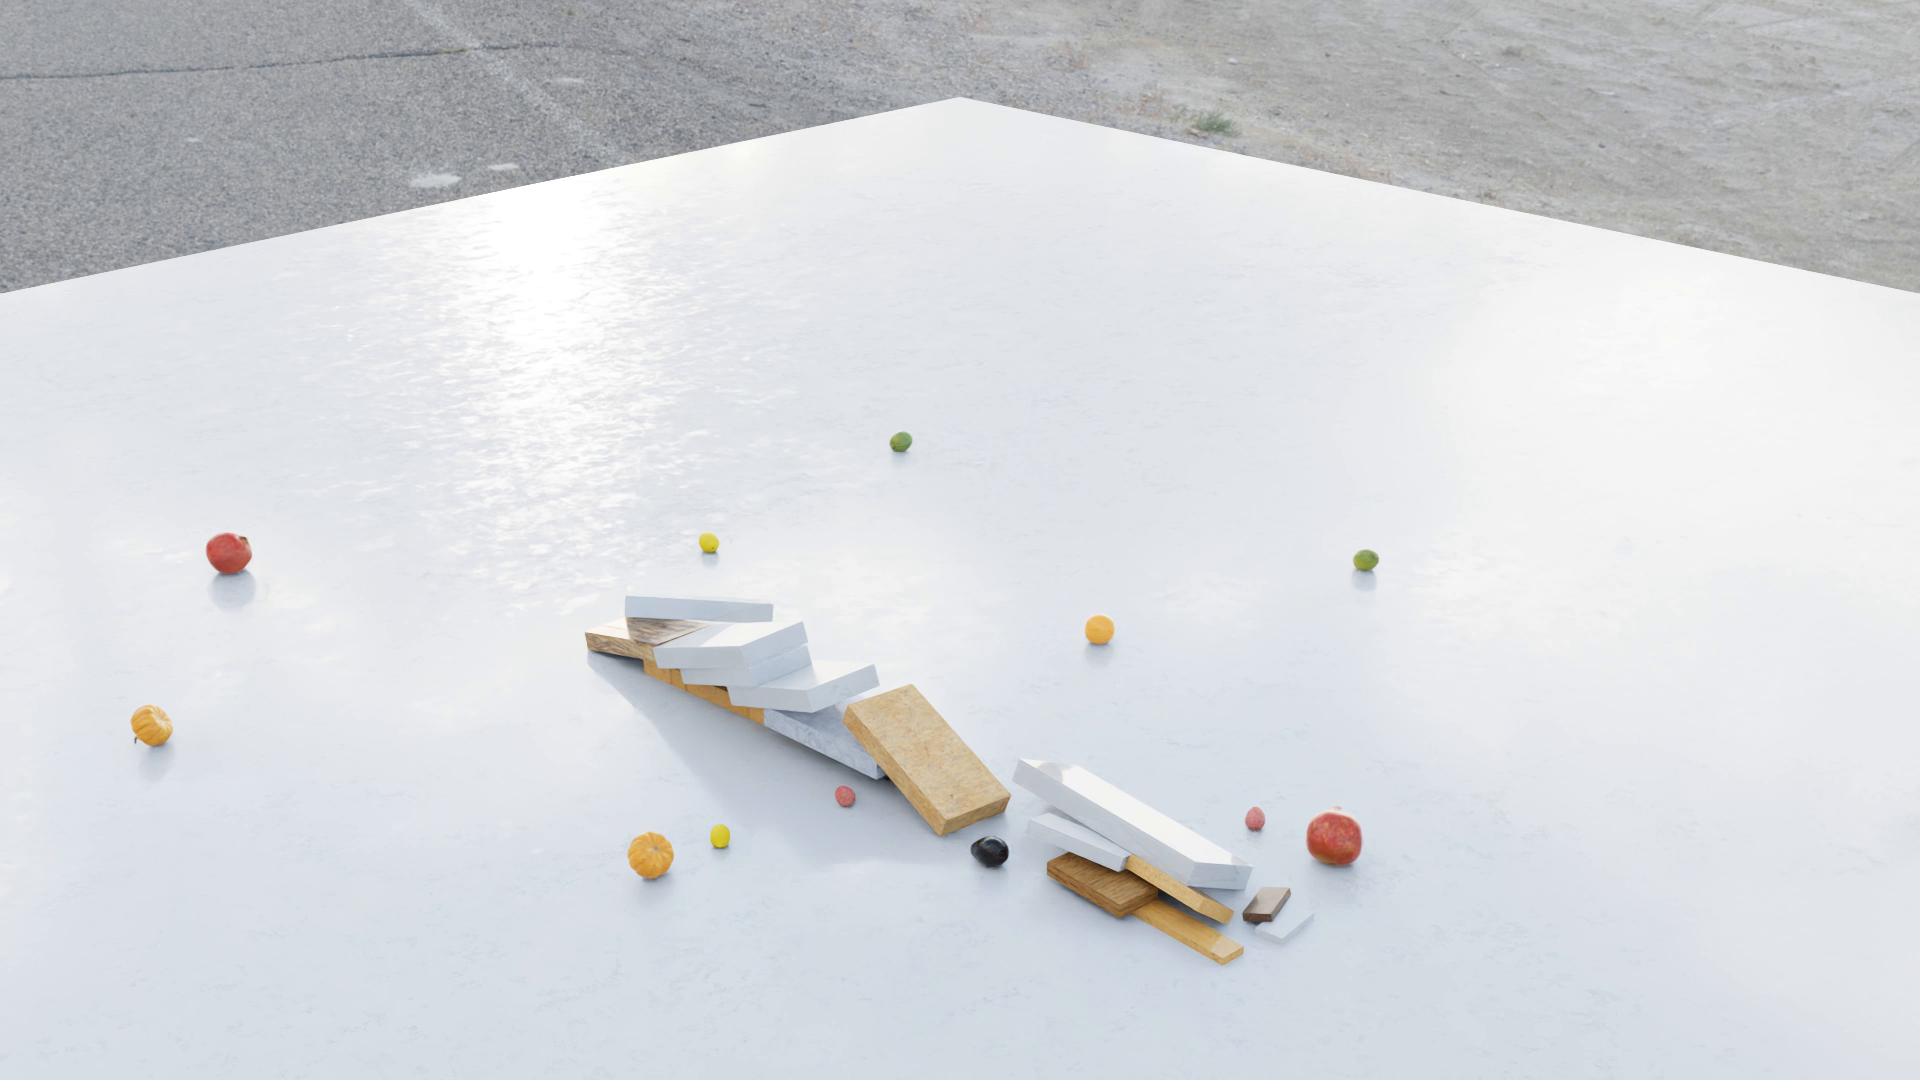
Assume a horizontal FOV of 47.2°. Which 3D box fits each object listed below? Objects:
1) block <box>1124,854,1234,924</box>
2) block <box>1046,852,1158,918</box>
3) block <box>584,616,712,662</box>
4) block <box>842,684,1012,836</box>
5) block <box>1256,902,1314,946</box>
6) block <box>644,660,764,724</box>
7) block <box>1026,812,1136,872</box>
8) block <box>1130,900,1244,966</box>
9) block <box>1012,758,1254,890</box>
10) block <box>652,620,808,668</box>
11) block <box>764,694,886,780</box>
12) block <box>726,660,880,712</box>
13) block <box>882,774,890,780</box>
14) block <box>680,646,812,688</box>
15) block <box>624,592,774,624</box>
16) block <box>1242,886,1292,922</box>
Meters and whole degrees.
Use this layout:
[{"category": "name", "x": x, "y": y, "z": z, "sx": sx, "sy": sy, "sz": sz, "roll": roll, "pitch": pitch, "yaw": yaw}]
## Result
[{"category": "block", "x": 0.410, "y": 0.653, "z": 4.114, "sx": 0.100, "sy": 0.028, "sz": 0.200, "roll": 30, "pitch": -2, "yaw": -43}, {"category": "block", "x": 0.269, "y": 0.645, "z": 4.164, "sx": 0.100, "sy": 0.028, "sz": 0.200, "roll": -18, "pitch": 29, "yaw": -37}, {"category": "block", "x": -0.720, "y": 0.224, "z": 5.089, "sx": 0.152, "sy": 0.043, "sz": 0.304, "roll": -20, "pitch": 17, "yaw": -39}, {"category": "block", "x": -0.070, "y": 0.444, "z": 4.483, "sx": 0.172, "sy": 0.049, "sz": 0.344, "roll": -16, "pitch": 50, "yaw": -38}, {"category": "block", "x": 0.601, "y": 0.710, "z": 4.067, "sx": 0.057, "sy": 0.016, "sz": 0.113, "roll": 18, "pitch": 29, "yaw": 36}, {"category": "block", "x": -0.453, "y": 0.337, "z": 4.911, "sx": 0.585, "sy": 0.043, "sz": 0.152, "roll": 19, "pitch": 29, "yaw": 37}, {"category": "block", "x": 0.236, "y": 0.579, "z": 4.216, "sx": 0.200, "sy": 0.028, "sz": 0.100, "roll": 20, "pitch": 9, "yaw": 23}, {"category": "block", "x": 0.379, "y": 0.701, "z": 4.087, "sx": 0.057, "sy": 0.016, "sz": 0.342, "roll": -19, "pitch": 30, "yaw": -38}, {"category": "block", "x": 0.331, "y": 0.553, "z": 4.311, "sx": 0.171, "sy": 0.049, "sz": 0.507, "roll": 12, "pitch": 10, "yaw": -43}, {"category": "block", "x": -0.508, "y": 0.231, "z": 4.840, "sx": 0.171, "sy": 0.049, "sz": 0.343, "roll": -22, "pitch": 11, "yaw": -40}, {"category": "block", "x": -0.236, "y": 0.397, "z": 4.652, "sx": 0.344, "sy": 0.049, "sz": 0.172, "roll": 20, "pitch": 30, "yaw": 39}, {"category": "block", "x": -0.337, "y": 0.308, "z": 4.680, "sx": 0.172, "sy": 0.049, "sz": 0.344, "roll": -20, "pitch": 10, "yaw": -33}, {"category": "block", "x": -0.166, "y": 0.467, "z": 4.617, "sx": 0.049, "sy": 0.014, "sz": 0.098, "roll": -21, "pitch": 42, "yaw": -41}, {"category": "block", "x": -0.472, "y": 0.274, "z": 4.817, "sx": 0.152, "sy": 0.043, "sz": 0.304, "roll": -21, "pitch": 11, "yaw": -35}, {"category": "block", "x": -0.619, "y": 0.160, "z": 5.195, "sx": 0.343, "sy": 0.049, "sz": 0.171, "roll": 4, "pitch": 1, "yaw": -9}, {"category": "block", "x": 0.574, "y": 0.681, "z": 4.111, "sx": 0.057, "sy": 0.016, "sz": 0.113, "roll": -4, "pitch": 15, "yaw": 28}]
